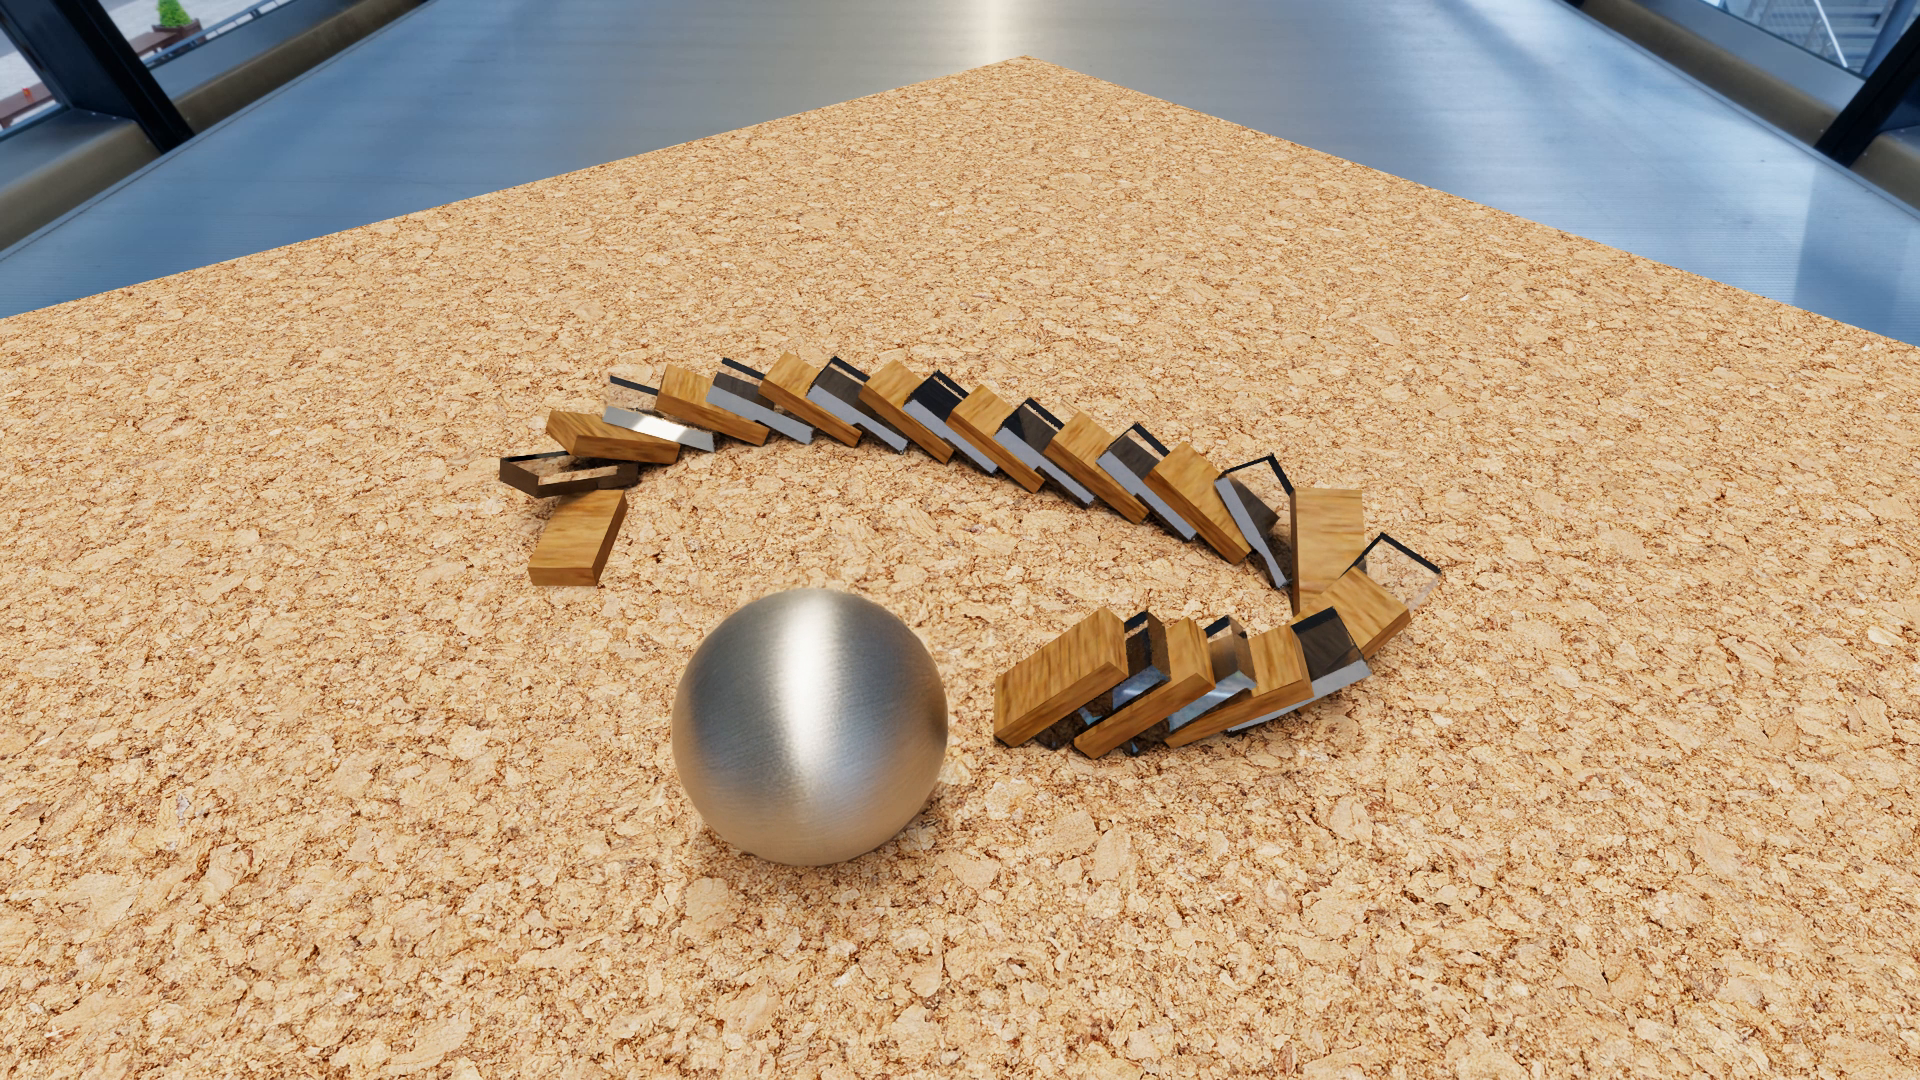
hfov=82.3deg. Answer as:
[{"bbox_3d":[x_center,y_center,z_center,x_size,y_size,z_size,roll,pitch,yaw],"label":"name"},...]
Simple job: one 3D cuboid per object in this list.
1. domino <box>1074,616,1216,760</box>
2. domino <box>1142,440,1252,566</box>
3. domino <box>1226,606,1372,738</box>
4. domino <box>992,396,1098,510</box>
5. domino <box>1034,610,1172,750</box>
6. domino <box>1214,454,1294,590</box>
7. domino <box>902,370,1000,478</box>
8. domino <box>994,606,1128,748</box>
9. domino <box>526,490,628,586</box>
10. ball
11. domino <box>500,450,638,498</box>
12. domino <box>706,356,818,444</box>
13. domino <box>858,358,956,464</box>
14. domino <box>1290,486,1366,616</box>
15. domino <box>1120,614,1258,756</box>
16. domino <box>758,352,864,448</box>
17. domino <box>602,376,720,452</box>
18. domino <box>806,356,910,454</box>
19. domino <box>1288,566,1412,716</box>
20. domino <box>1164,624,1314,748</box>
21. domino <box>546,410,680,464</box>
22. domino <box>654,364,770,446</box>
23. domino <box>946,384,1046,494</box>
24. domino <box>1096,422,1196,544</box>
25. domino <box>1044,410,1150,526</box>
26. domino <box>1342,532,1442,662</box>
[{"bbox_3d":[0.059,0.048,0.358,0.009,0.050,0.025,38,32,-24],"label":"domino"},{"bbox_3d":[0.101,-0.015,0.446,0.050,0.009,0.025,44,52,9],"label":"domino"},{"bbox_3d":[0.109,0.044,0.371,0.050,0.010,0.025,-28,38,12],"label":"domino"},{"bbox_3d":[0.041,-0.038,0.474,0.050,0.010,0.025,39,48,6],"label":"domino"},{"bbox_3d":[0.046,0.046,0.361,0.009,0.050,0.025,38,32,-24],"label":"domino"},{"bbox_3d":[0.124,-0.008,0.435,0.025,0.010,0.050,-18,71,-21],"label":"domino"},{"bbox_3d":[0.002,-0.052,0.491,0.050,0.010,0.025,38,48,4],"label":"domino"},{"bbox_3d":[0.032,0.045,0.362,0.009,0.050,0.025,38,32,-24],"label":"domino"},{"bbox_3d":[-0.154,-0.002,0.445,0.025,0.009,0.050,1,39,1],"label":"domino"},{"bbox_3d":[-0.043,0.054,0.322,0.080,0.080,0.080,0,39,0],"label":"ball"},{"bbox_3d":[-0.164,-0.029,0.463,0.025,0.009,0.050,22,21,29],"label":"domino"},{"bbox_3d":[-0.089,-0.064,0.505,0.050,0.009,0.025,23,37,-15],"label":"domino"},{"bbox_3d":[-0.018,-0.059,0.499,0.050,0.010,0.025,38,47,4],"label":"domino"},{"bbox_3d":[0.140,0.005,0.417,0.025,0.009,0.050,3,71,3],"label":"domino"},{"bbox_3d":[0.072,0.048,0.359,0.009,0.050,0.025,38,32,-24],"label":"domino"},{"bbox_3d":[-0.065,-0.065,0.506,0.050,0.009,0.025,30,41,-5],"label":"domino"},{"bbox_3d":[-0.134,-0.057,0.495,0.050,0.009,0.025,15,31,-26],"label":"domino"},{"bbox_3d":[-0.042,-0.062,0.502,0.050,0.009,0.025,32,43,-3],"label":"domino"},{"bbox_3d":[0.128,0.035,0.382,0.050,0.010,0.025,-41,47,0],"label":"domino"},{"bbox_3d":[0.089,0.048,0.363,0.050,0.010,0.025,-26,33,23],"label":"domino"},{"bbox_3d":[-0.151,-0.045,0.479,0.050,0.010,0.025,2,27,-49],"label":"domino"},{"bbox_3d":[-0.112,-0.062,0.502,0.050,0.009,0.025,19,34,-20],"label":"domino"},{"bbox_3d":[0.021,-0.045,0.482,0.050,0.009,0.025,38,48,5],"label":"domino"},{"bbox_3d":[0.083,-0.024,0.457,0.050,0.010,0.025,44,51,9],"label":"domino"},{"bbox_3d":[0.063,-0.031,0.466,0.050,0.010,0.025,38,48,6],"label":"domino"},{"bbox_3d":[0.147,0.023,0.396,0.050,0.009,0.025,-45,58,-8],"label":"domino"}]
